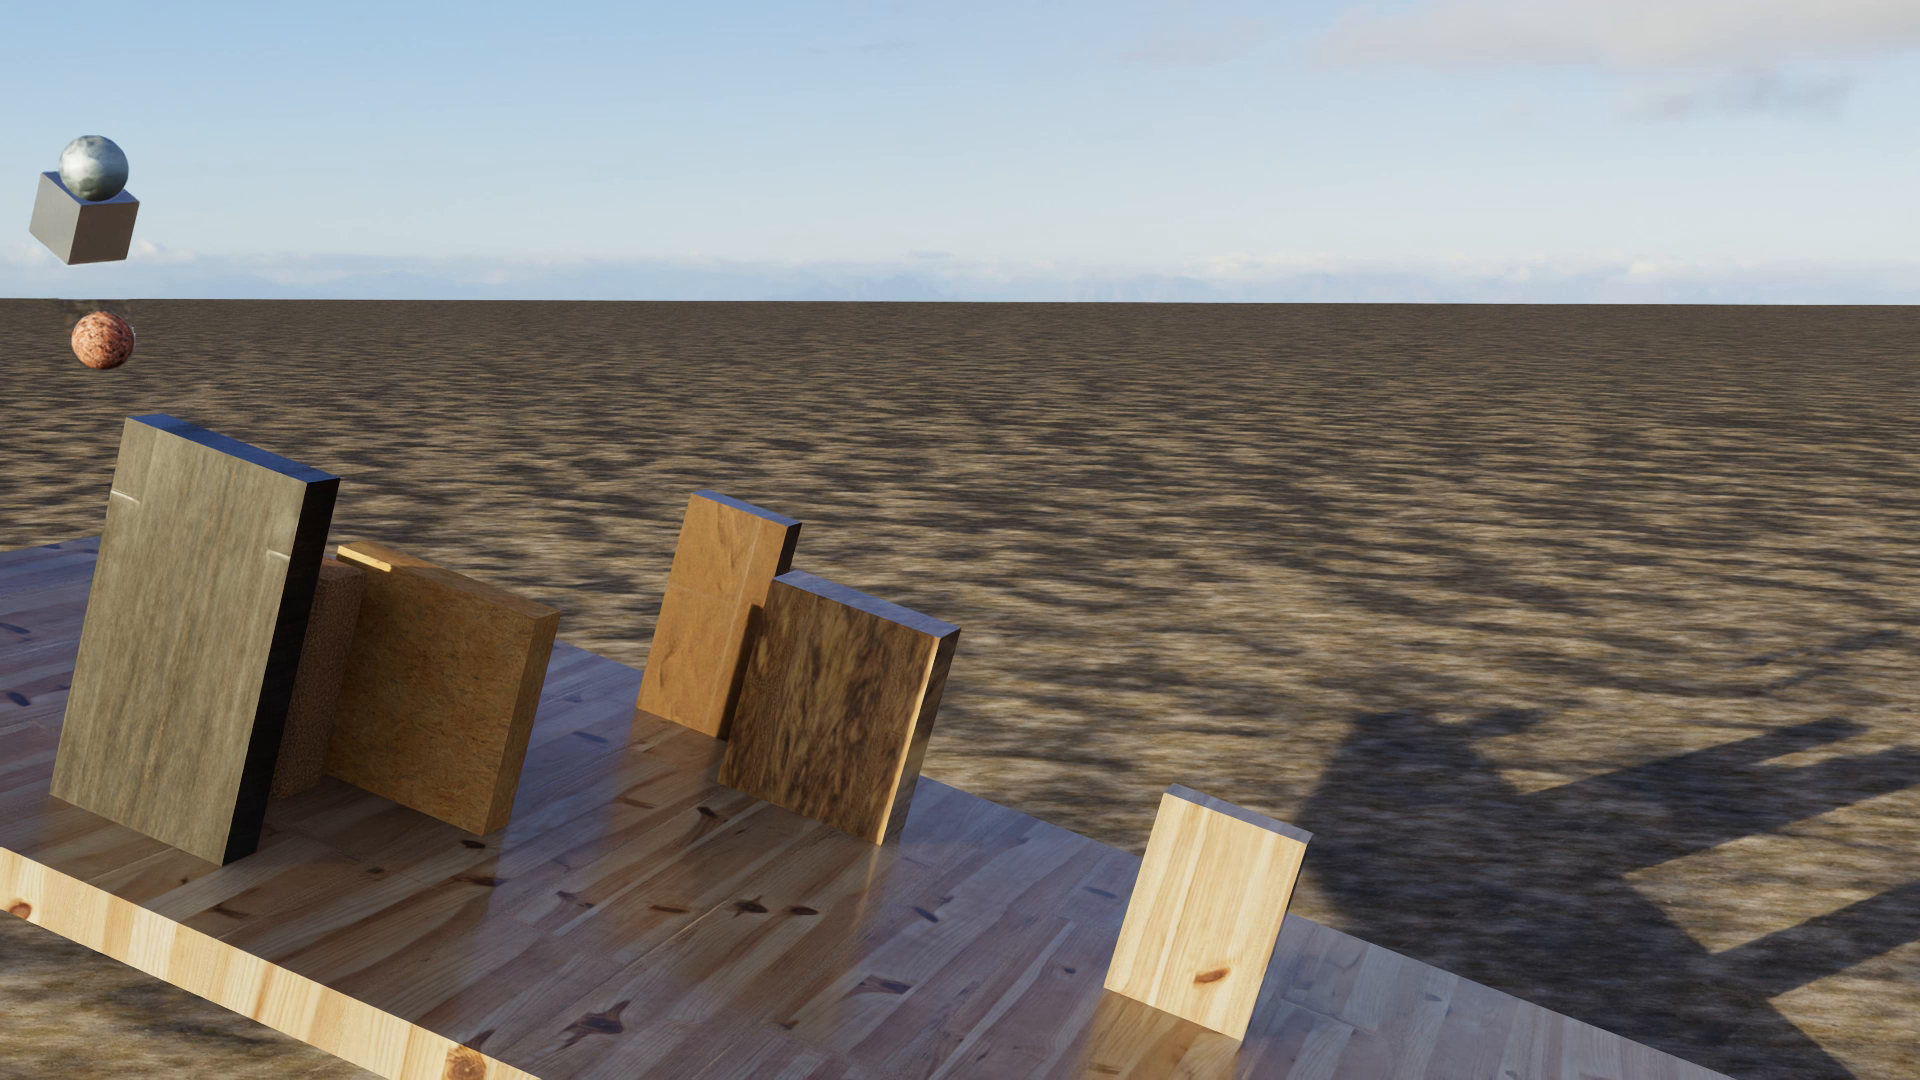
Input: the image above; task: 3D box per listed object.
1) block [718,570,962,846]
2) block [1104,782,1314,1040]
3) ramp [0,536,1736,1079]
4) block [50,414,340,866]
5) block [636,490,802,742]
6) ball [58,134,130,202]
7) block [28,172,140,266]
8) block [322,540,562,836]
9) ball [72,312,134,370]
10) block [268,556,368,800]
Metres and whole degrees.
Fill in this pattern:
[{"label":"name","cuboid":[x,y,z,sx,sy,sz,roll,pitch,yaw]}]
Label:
[{"label":"block","cuboid":[-0.261,0.354,4.720,0.390,0.468,0.150,19,12,14]},{"label":"block","cuboid":[0.472,0.707,4.193,0.282,0.406,0.087,19,12,14]},{"label":"ramp","cuboid":[-0.373,0.724,4.237,4.000,0.100,2.000,19,12,14]},{"label":"block","cuboid":[-1.288,0.166,3.690,0.353,0.675,0.096,19,12,14]},{"label":"block","cuboid":[-0.555,0.173,5.046,0.245,0.523,0.090,19,12,14]},{"label":"ball","cuboid":[-1.749,-0.751,4.441,0.133,0.133,0.133,0,7,0]},{"label":"block","cuboid":[-1.903,-0.703,4.779,0.146,0.146,0.146,37,28,23]},{"label":"block","cuboid":[-1.012,0.276,4.153,0.425,0.434,0.098,19,12,14]},{"label":"ball","cuboid":[-1.780,-0.414,4.569,0.121,0.121,0.121,0,7,0]},{"label":"block","cuboid":[-1.294,0.221,4.053,0.287,0.425,0.127,19,12,14]}]
